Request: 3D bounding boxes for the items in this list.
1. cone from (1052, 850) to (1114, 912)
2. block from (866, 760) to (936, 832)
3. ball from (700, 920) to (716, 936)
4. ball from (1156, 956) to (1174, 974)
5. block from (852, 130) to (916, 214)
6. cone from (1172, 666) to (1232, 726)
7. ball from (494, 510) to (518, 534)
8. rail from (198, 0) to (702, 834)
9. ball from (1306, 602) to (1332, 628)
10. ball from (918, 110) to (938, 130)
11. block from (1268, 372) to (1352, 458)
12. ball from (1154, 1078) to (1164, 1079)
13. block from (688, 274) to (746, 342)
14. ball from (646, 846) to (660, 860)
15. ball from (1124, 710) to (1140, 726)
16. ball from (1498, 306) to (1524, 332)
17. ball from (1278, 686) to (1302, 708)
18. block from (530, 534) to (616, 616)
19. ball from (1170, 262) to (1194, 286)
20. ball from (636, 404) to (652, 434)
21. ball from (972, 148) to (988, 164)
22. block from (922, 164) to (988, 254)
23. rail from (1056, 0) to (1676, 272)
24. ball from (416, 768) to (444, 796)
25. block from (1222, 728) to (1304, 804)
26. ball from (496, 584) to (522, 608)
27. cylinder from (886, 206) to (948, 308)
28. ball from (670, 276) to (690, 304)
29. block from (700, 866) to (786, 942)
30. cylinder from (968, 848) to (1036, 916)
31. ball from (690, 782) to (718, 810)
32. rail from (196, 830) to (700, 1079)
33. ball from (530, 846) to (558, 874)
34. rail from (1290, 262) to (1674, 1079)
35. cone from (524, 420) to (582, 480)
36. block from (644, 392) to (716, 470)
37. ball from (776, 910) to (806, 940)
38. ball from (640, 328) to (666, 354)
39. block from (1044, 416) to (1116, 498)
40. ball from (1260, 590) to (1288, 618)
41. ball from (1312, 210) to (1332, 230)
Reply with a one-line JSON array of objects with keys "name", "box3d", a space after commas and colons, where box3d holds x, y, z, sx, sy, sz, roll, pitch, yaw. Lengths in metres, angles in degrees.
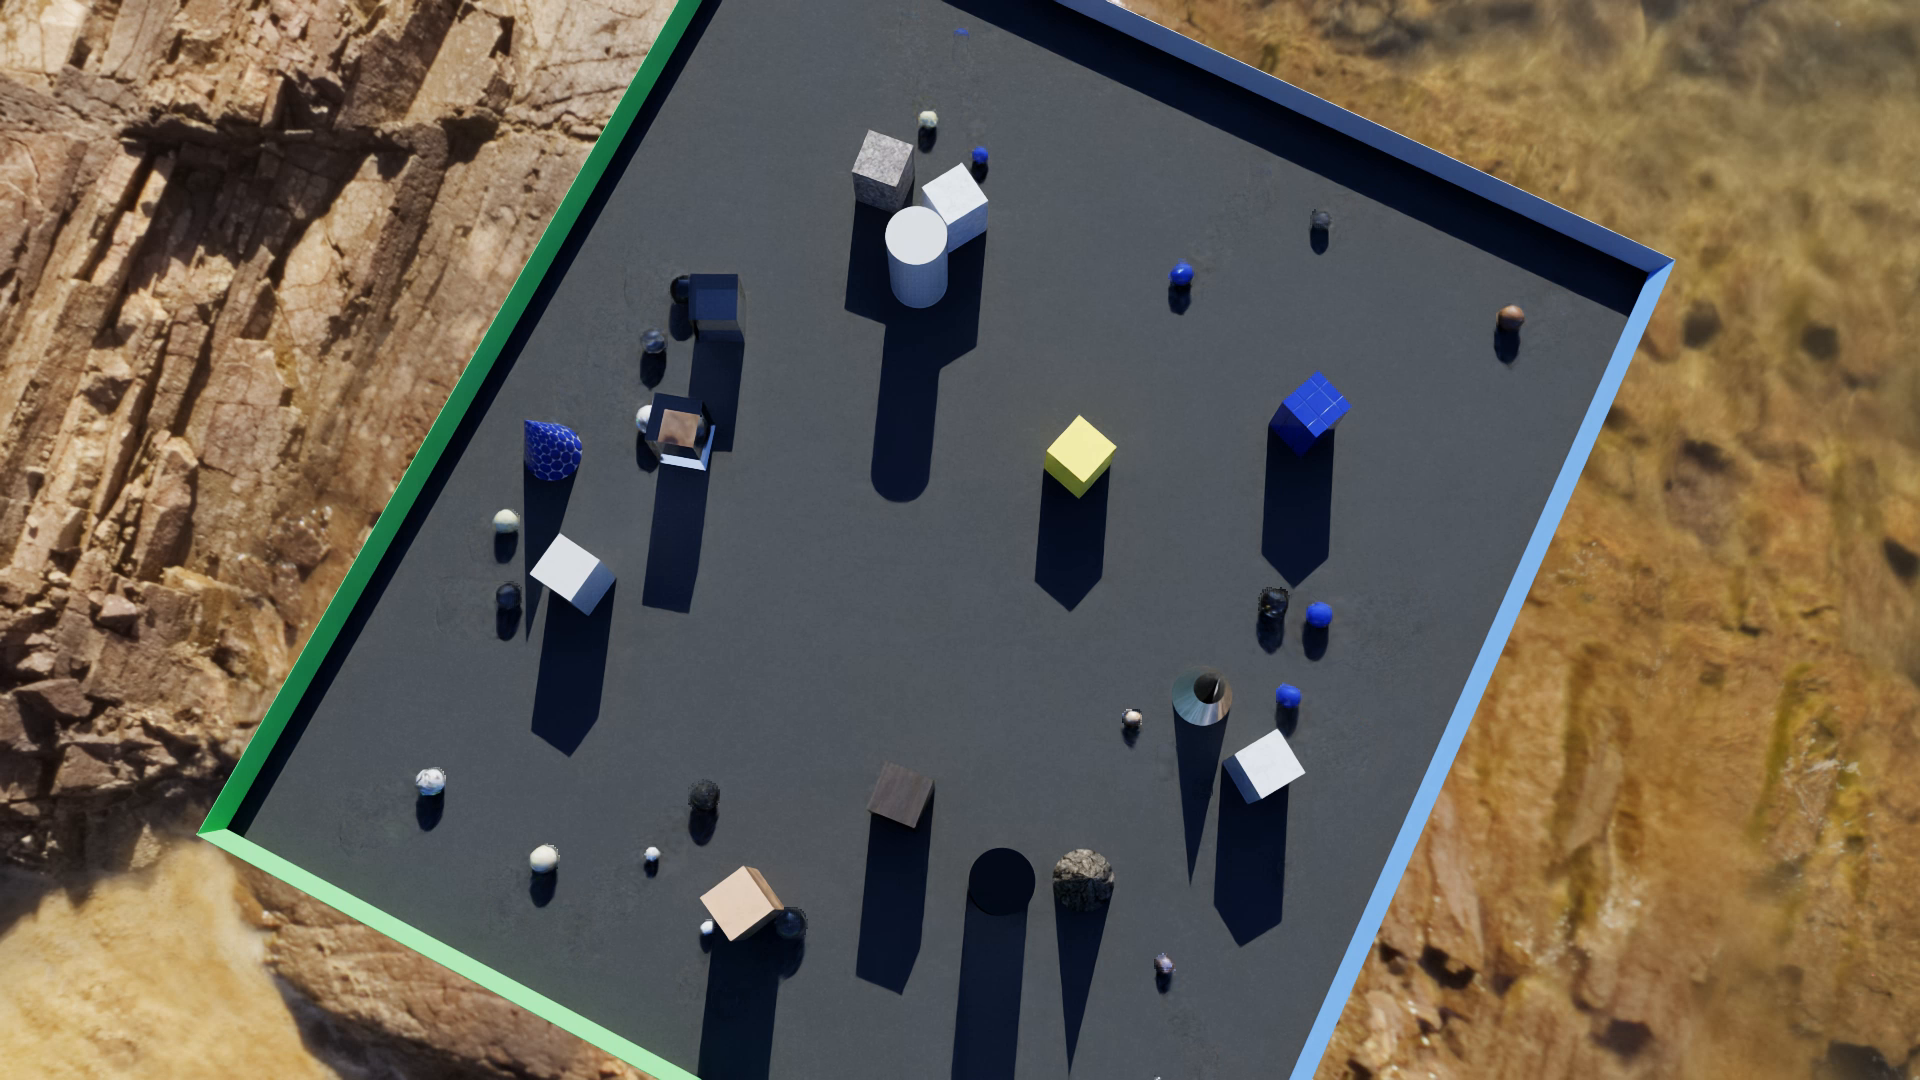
[{"name": "cone", "box3d": [0.364, 0.970, 5.238, 0.183, 0.348, 0.183, 0, 78, 0]}, {"name": "block", "box3d": [-0.169, 0.747, 5.313, 0.146, 0.292, 0.146, 21, 79, 4]}, {"name": "ball", "box3d": [-0.737, 1.134, 5.360, 0.042, 0.042, 0.042, 0, 78, 0]}, {"name": "ball", "box3d": [0.598, 1.237, 5.335, 0.049, 0.049, 0.049, 0, 78, 0]}, {"name": "block", "box3d": [-0.238, -1.148, 5.737, 0.146, 0.229, 0.146, 20, 79, 4]}, {"name": "cone", "box3d": [0.729, 0.432, 5.345, 0.183, 0.357, 0.183, 0, 78, 0]}, {"name": "ball", "box3d": [-1.386, -0.056, 5.591, 0.073, 0.073, 0.073, 0, 78, 0]}, {"name": "rail", "box3d": [-1.400, -0.679, 5.695, 0.045, 0.119, 3.557, 26, 80, 5]}, {"name": "ball", "box3d": [1.084, 0.226, 5.529, 0.079, 0.079, 0.079, 0, 78, 0]}, {"name": "ball", "box3d": [-0.102, -1.344, 5.864, 0.060, 0.060, 0.060, 0, 78, 0]}, {"name": "block", "box3d": [1.060, -0.378, 5.564, 0.146, 0.256, 0.146, -41, 81, -8]}, {"name": "ball", "box3d": [0.570, 1.587, 5.242, 0.091, 0.091, 0.091, 0, 78, 0]}, {"name": "block", "box3d": [-0.746, -0.714, 5.651, 0.146, 0.221, 0.146, 0, 78, 0]}, {"name": "ball", "box3d": [-0.907, 0.925, 5.404, 0.042, 0.042, 0.042, 0, 78, 0]}, {"name": "ball", "box3d": [0.517, 0.535, 5.481, 0.048, 0.048, 0.048, 0, 78, 0]}, {"name": "ball", "box3d": [1.720, -0.692, 5.719, 0.080, 0.080, 0.080, 0, 78, 0]}, {"name": "ball", "box3d": [0.987, 0.469, 5.484, 0.070, 0.070, 0.070, 0, 78, 0]}, {"name": "block", "box3d": [-1.149, 0.106, 5.458, 0.146, 0.268, 0.146, 33, 80, 6]}, {"name": "ball", "box3d": [0.697, -0.835, 5.752, 0.072, 0.072, 0.072, 0, 78, 0]}, {"name": "ball", "box3d": [-0.953, -0.371, 5.646, 0.091, 0.091, 0.091, 0, 78, 0]}, {"name": "ball", "box3d": [0.066, -1.226, 5.843, 0.052, 0.052, 0.052, 0, 78, 0]}, {"name": "block", "box3d": [-0.015, -1.031, 5.706, 0.146, 0.242, 0.146, -32, 80, -6]}, {"name": "rail", "box3d": [0.785, -1.531, 5.871, 3.178, 0.119, 0.045, 26, 80, 5]}, {"name": "ball", "box3d": [-1.570, 0.717, 5.426, 0.082, 0.082, 0.082, 0, 78, 0]}, {"name": "block", "box3d": [0.882, 0.663, 5.346, 0.146, 0.261, 0.146, -30, 80, -6]}, {"name": "ball", "box3d": [-1.366, 0.169, 5.543, 0.076, 0.076, 0.076, 0, 78, 0]}, {"name": "cylinder", "box3d": [-0.129, -0.858, 5.594, 0.183, 0.392, 0.183, 0, 78, 0]}, {"name": "ball", "box3d": [-0.863, -0.782, 5.732, 0.090, 0.090, 0.090, 0, 78, 0]}, {"name": "block", "box3d": [-0.613, 1.036, 5.217, 0.146, 0.362, 0.146, -36, 81, -7]}, {"name": "cylinder", "box3d": [0.114, 0.972, 5.193, 0.183, 0.436, 0.183, 0, 78, 0]}, {"name": "ball", "box3d": [-0.756, 0.758, 5.417, 0.084, 0.084, 0.084, 0, 78, 0]}, {"name": "rail", "box3d": [-0.785, 1.543, 5.236, 3.178, 0.119, 0.045, 26, 80, 5]}, {"name": "ball", "box3d": [-1.223, 0.939, 5.381, 0.080, 0.080, 0.080, 0, 78, 0]}, {"name": "rail", "box3d": [1.400, 0.692, 5.412, 0.045, 0.119, 3.557, 26, 80, 5]}, {"name": "cone", "box3d": [-1.261, -0.310, 5.488, 0.183, 0.378, 0.183, 0, 78, 0]}, {"name": "block", "box3d": [-0.844, -0.326, 5.541, 0.146, 0.280, 0.146, 10, 79, 2]}, {"name": "ball", "box3d": [-0.494, 1.121, 5.339, 0.089, 0.089, 0.089, 0, 78, 0]}, {"name": "ball", "box3d": [-0.953, -0.618, 5.703, 0.081, 0.081, 0.081, 0, 78, 0]}, {"name": "block", "box3d": [0.362, -0.249, 5.555, 0.146, 0.222, 0.146, 41, 81, 8]}, {"name": "ball", "box3d": [0.949, 0.191, 5.533, 0.086, 0.086, 0.086, 0, 78, 0]}, {"name": "ball", "box3d": [1.145, -1.011, 5.794, 0.060, 0.060, 0.060, 0, 78, 0]}]
